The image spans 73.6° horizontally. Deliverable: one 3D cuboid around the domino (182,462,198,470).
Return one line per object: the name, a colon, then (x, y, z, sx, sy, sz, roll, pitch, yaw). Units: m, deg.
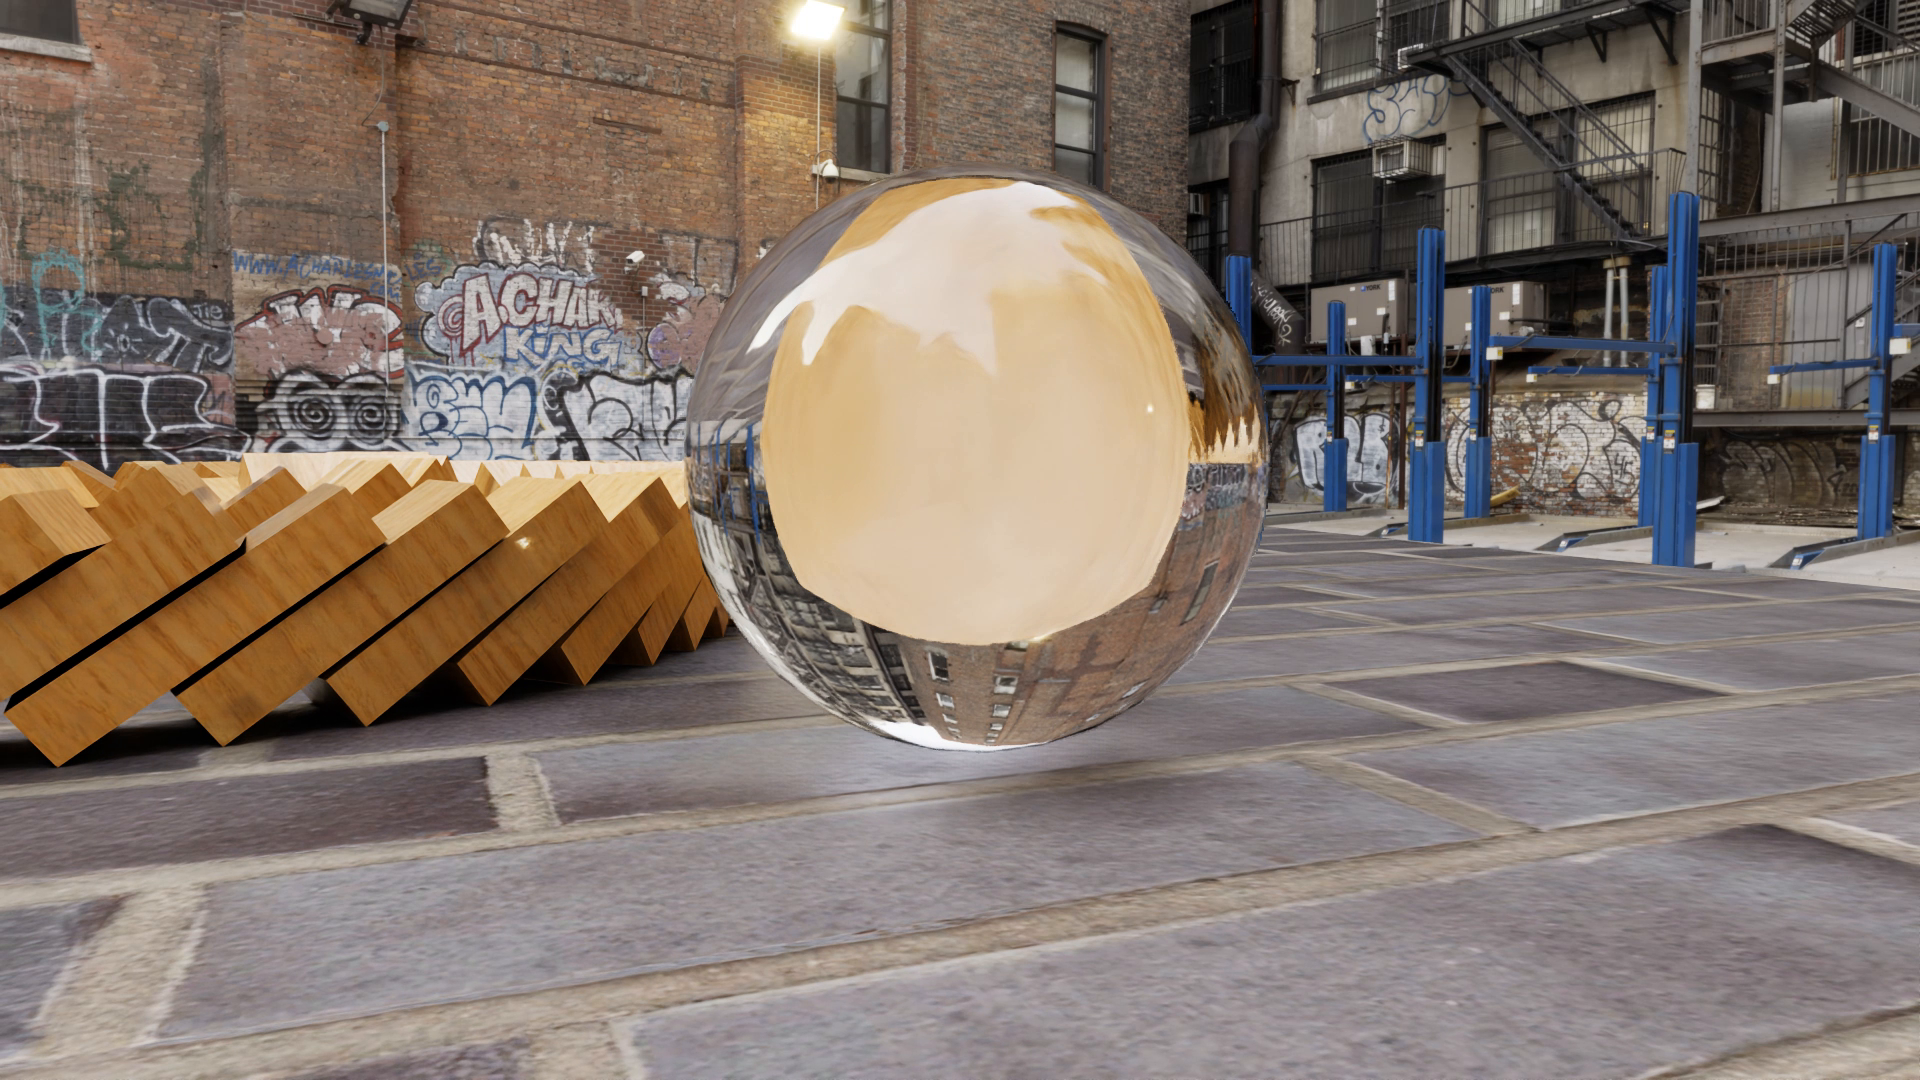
domino: (-0.265, -0.011, 0.478, 0.050, 0.009, 0.025, 34, -6, -16)

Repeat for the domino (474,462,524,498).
domino: (-0.129, -0.006, 0.403, 0.050, 0.009, 0.025, 44, 28, 28)

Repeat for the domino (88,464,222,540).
domino: (-0.168, 0.005, 0.243, 0.050, 0.009, 0.025, -41, 15, -12)

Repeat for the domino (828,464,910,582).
domino: (-0.021, -0.007, 0.416, 0.025, 0.010, 0.050, -3, 39, -33)

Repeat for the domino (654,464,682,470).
domino: (-0.068, -0.001, 0.336, 0.025, 0.010, 0.050, 0, 40, -8)

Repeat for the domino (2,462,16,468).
domino: (-0.311, -0.009, 0.449, 0.050, 0.010, 0.025, 38, -18, -31)

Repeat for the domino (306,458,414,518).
domino: (-0.141, 0.003, 0.270, 0.025, 0.009, 0.050, 6, 46, 44)

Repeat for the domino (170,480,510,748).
domino: (-0.097, 0.009, 0.200, 0.050, 0.009, 0.025, -43, 28, -27)

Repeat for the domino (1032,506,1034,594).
domino: (0.004, -0.002, 0.283, 0.025, 0.050, 0.010, 0, -27, 4)

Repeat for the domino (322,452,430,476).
domino: (-0.150, -0.002, 0.326, 0.025, 0.009, 0.050, -1, 46, -14)

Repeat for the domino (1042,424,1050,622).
domino: (0.009, -0.005, 0.316, 0.025, 0.050, 0.010, 1, -27, 4)

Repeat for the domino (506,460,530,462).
domino: (-0.158, -0.013, 0.497, 0.050, 0.010, 0.025, 36, 12, 9)

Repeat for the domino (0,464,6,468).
domino: (-0.263, -0.005, 0.379, 0.025, 0.009, 0.050, 5, -30, 48)

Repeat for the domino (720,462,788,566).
domino: (-0.075, -0.010, 0.464, 0.050, 0.009, 0.025, 42, 28, 29)

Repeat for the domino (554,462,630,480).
domino: (-0.100, -0.004, 0.381, 0.025, 0.010, 0.050, -3, 41, -38)

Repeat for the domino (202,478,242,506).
domino: (-0.192, 0.000, 0.344, 0.050, 0.009, 0.025, 34, 18, 20)

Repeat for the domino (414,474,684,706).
domino: (-0.075, 0.007, 0.228, 0.025, 0.009, 0.050, 4, 41, 38)

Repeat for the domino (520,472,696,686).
domino: (-0.069, 0.006, 0.246, 0.025, 0.009, 0.050, 2, 40, 28)

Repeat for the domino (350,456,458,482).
domino: (-0.143, 0.000, 0.309, 0.025, 0.010, 0.050, 0, 45, 4)

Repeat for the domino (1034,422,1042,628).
domino: (0.007, -0.004, 0.305, 0.025, 0.050, 0.009, 0, -27, 4)

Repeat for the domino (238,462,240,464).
domino: (-0.248, -0.012, 0.484, 0.050, 0.009, 0.025, 34, -4, -13)

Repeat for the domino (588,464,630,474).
domino: (-0.088, -0.003, 0.368, 0.025, 0.009, 0.050, -3, 40, -31)

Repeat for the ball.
ball: (0.002, -0.011, 0.179, 0.080, 0.080, 0.080, 0, 4, 0)

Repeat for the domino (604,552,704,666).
domino: (-0.066, 0.004, 0.265, 0.025, 0.010, 0.050, 1, 39, 15)

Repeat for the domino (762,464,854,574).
domino: (-0.047, -0.008, 0.441, 0.025, 0.009, 0.050, -4, 39, -43)

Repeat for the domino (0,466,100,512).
domino: (-0.185, 0.006, 0.231, 0.050, 0.009, 0.025, -38, 2, 5)

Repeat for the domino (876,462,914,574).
domino: (-0.008, -0.006, 0.401, 0.025, 0.010, 0.050, -2, 40, -20)

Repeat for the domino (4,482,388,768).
domino: (-0.111, 0.010, 0.188, 0.050, 0.009, 0.025, -41, 24, -24)

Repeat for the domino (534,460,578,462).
domino: (-0.140, -0.013, 0.494, 0.050, 0.010, 0.025, 37, 15, 14)

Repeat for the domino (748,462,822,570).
domino: (-0.060, -0.009, 0.453, 0.025, 0.009, 0.050, -4, 40, -45)

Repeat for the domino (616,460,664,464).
domino: (-0.106, -0.012, 0.482, 0.050, 0.009, 0.025, 40, 22, 23)

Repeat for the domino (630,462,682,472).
domino: (-0.076, -0.002, 0.353, 0.025, 0.009, 0.050, -1, 40, -18)

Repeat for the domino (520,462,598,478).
domino: (-0.114, -0.005, 0.393, 0.025, 0.009, 0.050, -4, 41, -43)

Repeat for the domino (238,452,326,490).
domino: (-0.170, -0.003, 0.338, 0.025, 0.010, 0.050, -3, 46, -42)

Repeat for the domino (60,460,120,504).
domino: (-0.251, -0.006, 0.394, 0.050, 0.009, 0.025, 38, -12, -22)

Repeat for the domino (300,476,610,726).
domino: (-0.085, 0.008, 0.213, 0.025, 0.010, 0.050, 5, 42, 46)

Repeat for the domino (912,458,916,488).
domino: (0.001, -0.005, 0.384, 0.025, 0.009, 0.050, -1, 42, -10)

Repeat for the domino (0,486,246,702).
domino: (-0.125, 0.011, 0.177, 0.050, 0.010, 0.025, -39, 20, -19)

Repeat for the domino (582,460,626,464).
domino: (-0.122, -0.012, 0.489, 0.050, 0.010, 0.025, 39, 20, 20)

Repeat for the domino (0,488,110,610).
domino: (-0.140, 0.012, 0.167, 0.050, 0.009, 0.025, -37, 16, -15)

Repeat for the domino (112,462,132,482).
domino: (-0.282, -0.011, 0.470, 0.050, 0.009, 0.025, 35, -9, -20)

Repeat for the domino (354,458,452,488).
domino: (-0.140, 0.001, 0.291, 0.025, 0.010, 0.050, 2, 44, 21)

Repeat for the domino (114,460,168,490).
domino: (-0.235, -0.006, 0.404, 0.050, 0.010, 0.025, 36, -6, -14)

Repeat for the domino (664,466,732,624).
domino: (-0.064, 0.000, 0.318, 0.025, 0.009, 0.050, 0, 39, 0)

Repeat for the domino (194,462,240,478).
domino: (-0.218, -0.007, 0.410, 0.050, 0.009, 0.025, 35, -1, -8)

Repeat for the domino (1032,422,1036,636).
domino: (0.005, -0.003, 0.294, 0.025, 0.050, 0.010, 0, -27, 4)

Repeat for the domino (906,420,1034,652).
domino: (0.003, -0.002, 0.272, 0.025, 0.050, 0.010, 0, -27, 4)

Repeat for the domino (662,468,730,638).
domino: (-0.063, 0.002, 0.300, 0.025, 0.010, 0.050, 1, 39, 6)

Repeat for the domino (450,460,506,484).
domino: (-0.145, -0.007, 0.412, 0.050, 0.009, 0.025, 42, 24, 23)

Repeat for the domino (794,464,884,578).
domino: (-0.033, -0.007, 0.429, 0.025, 0.009, 0.050, -3, 39, -37)

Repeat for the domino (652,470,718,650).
domino: (-0.063, 0.003, 0.282, 0.025, 0.010, 0.050, 1, 39, 11)

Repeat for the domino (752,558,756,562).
domino: (-0.090, -0.011, 0.473, 0.050, 0.010, 0.025, 41, 25, 26)

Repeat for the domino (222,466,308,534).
domino: (-0.153, 0.005, 0.254, 0.050, 0.010, 0.025, -43, 23, -21)
